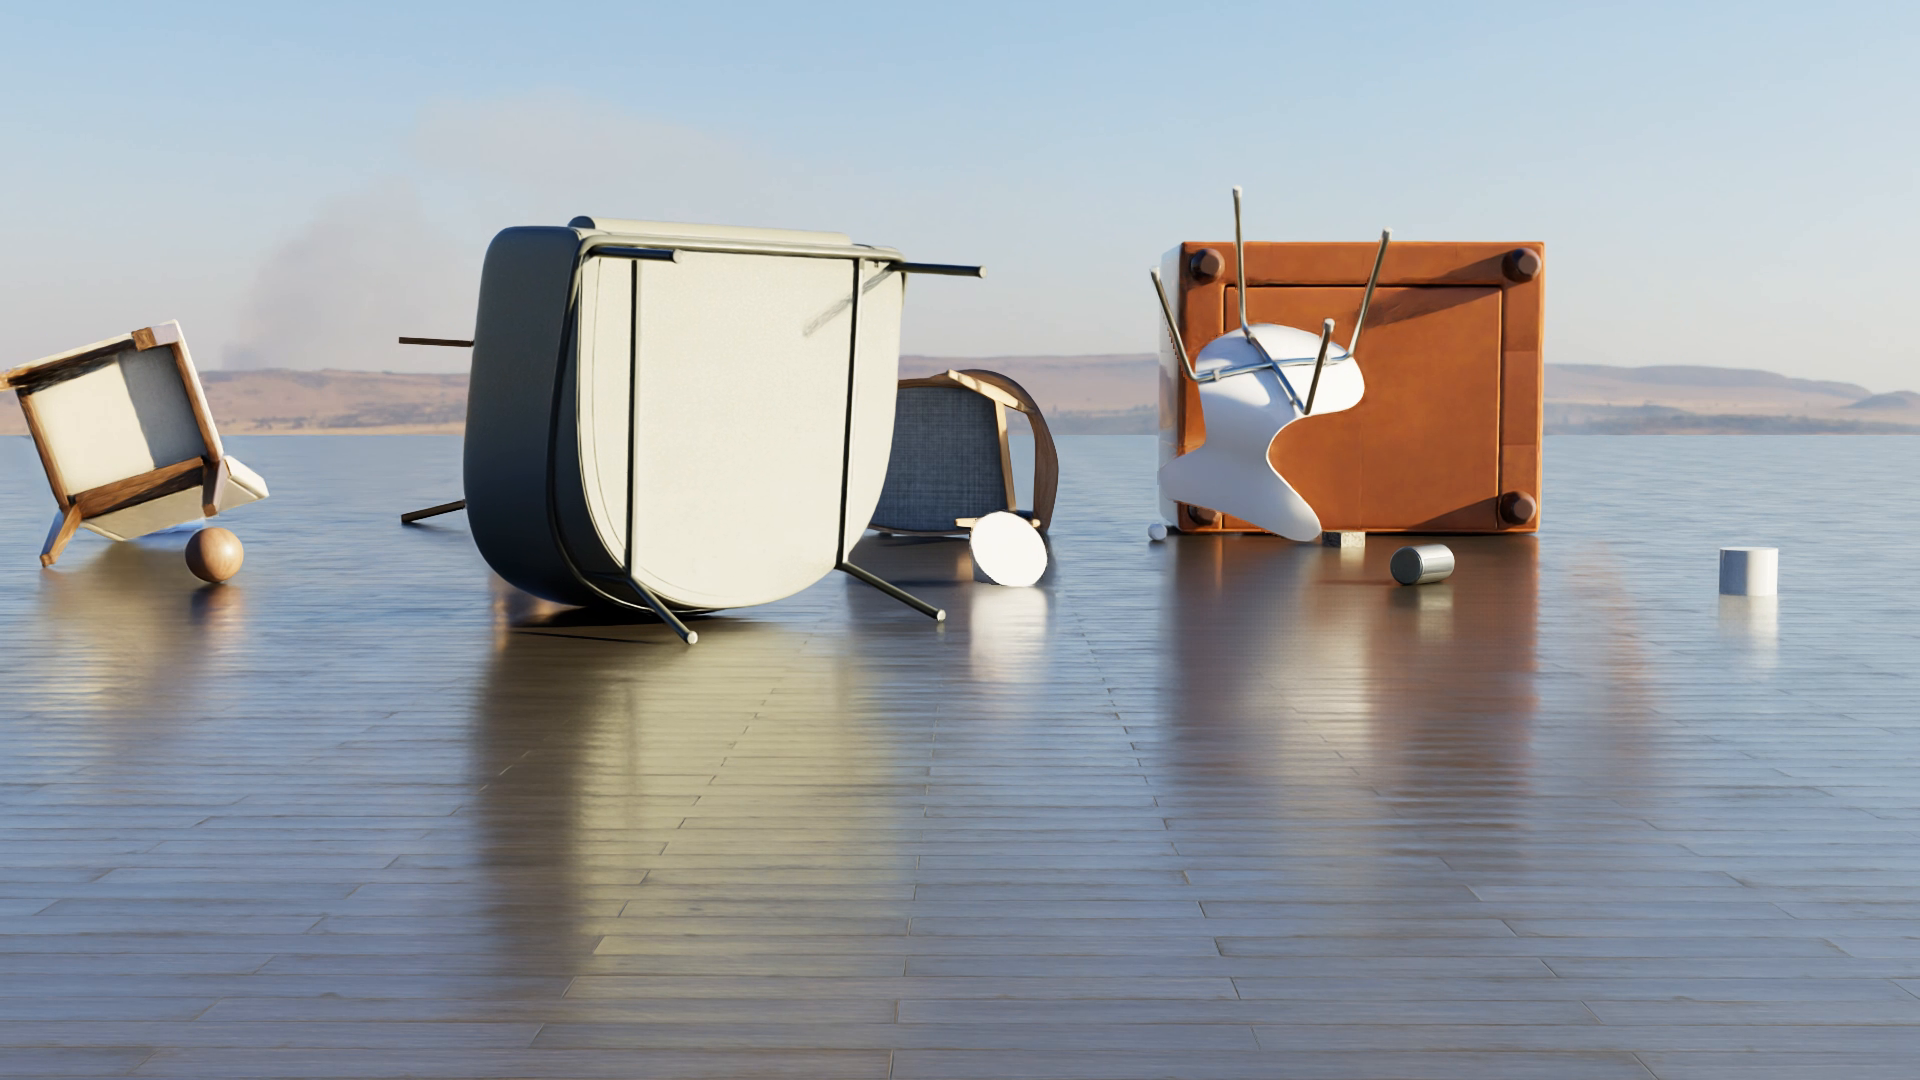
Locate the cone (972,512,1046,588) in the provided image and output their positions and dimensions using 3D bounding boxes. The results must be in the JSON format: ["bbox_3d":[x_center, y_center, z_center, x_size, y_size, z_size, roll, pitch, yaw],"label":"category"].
[{"bbox_3d":[0.072,0.059,5.082,0.192,0.186,0.184,17,-31,-20],"label":"cone"}]

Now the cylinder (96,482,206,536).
[{"bbox_3d":[-2.532,-0.101,6.881,0.223,0.135,0.248,31,17,23],"label":"cylinder"}]

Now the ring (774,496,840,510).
[{"bbox_3d":[-0.579,-0.141,8.318,0.217,0.039,0.281,5,6,44],"label":"ring"}]

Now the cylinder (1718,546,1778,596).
[{"bbox_3d":[1.732,0.068,4.830,0.137,0.099,0.100,-2,4,-24],"label":"cylinder"}]

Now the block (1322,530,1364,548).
[{"bbox_3d":[1.097,-0.004,6.296,0.083,0.041,0.091,-2,4,-28],"label":"block"}]
